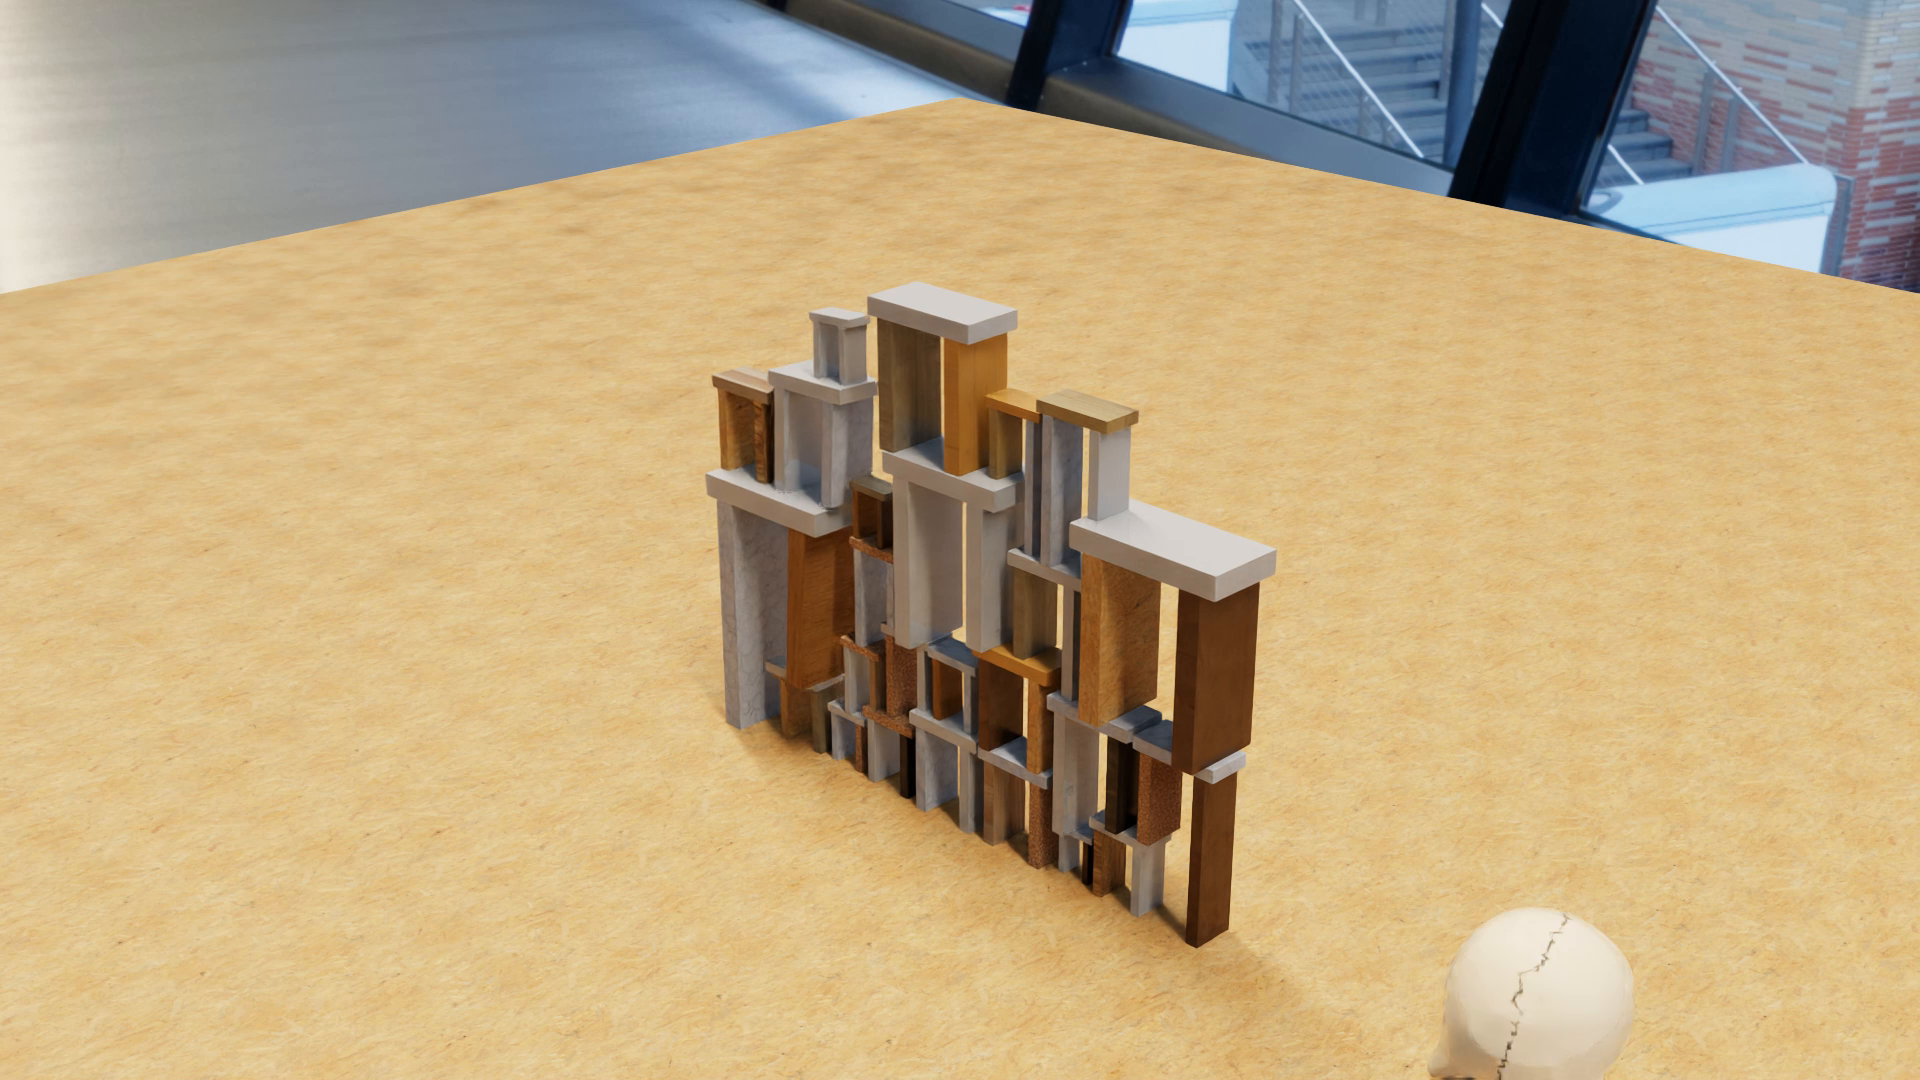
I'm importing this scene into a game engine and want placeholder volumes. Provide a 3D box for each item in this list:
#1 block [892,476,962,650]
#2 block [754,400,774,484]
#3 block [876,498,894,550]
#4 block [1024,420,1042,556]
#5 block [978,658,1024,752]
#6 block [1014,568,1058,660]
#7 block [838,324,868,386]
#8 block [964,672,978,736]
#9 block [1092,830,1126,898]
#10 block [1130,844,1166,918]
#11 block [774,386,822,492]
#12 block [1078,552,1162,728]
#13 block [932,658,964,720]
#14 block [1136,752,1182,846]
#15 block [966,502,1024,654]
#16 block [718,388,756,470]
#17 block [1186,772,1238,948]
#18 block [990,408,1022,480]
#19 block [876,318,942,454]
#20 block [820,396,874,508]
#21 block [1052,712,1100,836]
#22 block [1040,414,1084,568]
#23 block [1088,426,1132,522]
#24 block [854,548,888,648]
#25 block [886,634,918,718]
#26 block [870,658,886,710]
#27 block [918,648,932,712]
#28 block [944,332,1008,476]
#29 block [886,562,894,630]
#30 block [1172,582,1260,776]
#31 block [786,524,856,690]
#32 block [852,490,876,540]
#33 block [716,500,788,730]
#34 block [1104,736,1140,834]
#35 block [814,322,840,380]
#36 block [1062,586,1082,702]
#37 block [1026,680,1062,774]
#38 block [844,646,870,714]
[{"bbox_3d":[-0.062,0.025,4.299,0.042,0.356,0.148,21,31,40],"label":"block"},{"bbox_3d":[-0.380,-0.212,4.544,0.089,0.177,0.025,-20,30,-40],"label":"block"},{"bbox_3d":[-0.141,-0.039,4.355,0.052,0.104,0.015,-21,31,-40],"label":"block"},{"bbox_3d":[0.149,-0.102,4.024,0.019,0.264,0.068,21,31,40],"label":"block"},{"bbox_3d":[0.080,0.304,4.262,0.097,0.194,0.027,-21,31,-41],"label":"block"},{"bbox_3d":[0.142,0.125,4.130,0.092,0.185,0.026,-21,31,-41],"label":"block"},{"bbox_3d":[-0.210,-0.365,4.309,0.058,0.116,0.016,-20,29,-40],"label":"block"},{"bbox_3d":[0.038,0.311,4.311,0.066,0.132,0.019,-22,30,-40],"label":"block"},{"bbox_3d":[0.284,0.600,4.165,0.020,0.142,0.071,21,31,41],"label":"block"},{"bbox_3d":[0.351,0.626,4.103,0.020,0.142,0.071,21,31,41],"label":"block"},{"bbox_3d":[-0.327,-0.216,4.491,0.109,0.218,0.031,-18,29,-41],"label":"block"},{"bbox_3d":[0.290,0.157,3.975,0.047,0.330,0.165,21,31,41],"label":"block"},{"bbox_3d":[-0.024,0.287,4.369,0.066,0.132,0.019,-21,30,-41],"label":"block"},{"bbox_3d":[0.367,0.459,4.026,0.026,0.186,0.093,21,31,41],"label":"block"},{"bbox_3d":[0.078,0.052,4.160,0.148,0.296,0.042,-21,31,-40],"label":"block"},{"bbox_3d":[-0.463,-0.242,4.622,0.089,0.177,0.025,-21,30,-40],"label":"block"},{"bbox_3d":[0.455,0.568,3.976,0.026,0.349,0.093,21,31,41],"label":"block"},{"bbox_3d":[0.085,-0.185,4.059,0.019,0.137,0.068,21,31,40],"label":"block"},{"bbox_3d":[-0.096,-0.309,4.187,0.037,0.262,0.131,21,31,40],"label":"block"},{"bbox_3d":[-0.225,-0.182,4.393,0.109,0.218,0.031,-18,29,-41],"label":"block"},{"bbox_3d":[0.220,0.427,4.160,0.028,0.255,0.099,21,31,41],"label":"block"},{"bbox_3d":[0.185,-0.098,3.979,0.024,0.292,0.084,21,31,41],"label":"block"},{"bbox_3d":[0.264,-0.124,3.882,0.084,0.167,0.024,-21,31,-40],"label":"block"},{"bbox_3d":[-0.181,0.108,4.469,0.020,0.214,0.071,21,31,41],"label":"block"},{"bbox_3d":[-0.118,0.266,4.473,0.019,0.185,0.068,21,31,40],"label":"block"},{"bbox_3d":[-0.158,0.287,4.511,0.016,0.116,0.058,21,31,41],"label":"block"},{"bbox_3d":[-0.054,0.269,4.404,0.019,0.137,0.068,21,31,40],"label":"block"},{"bbox_3d":[0.029,-0.261,4.075,0.037,0.262,0.131,21,31,40],"label":"block"},{"bbox_3d":[-0.114,0.101,4.393,0.020,0.142,0.071,21,31,40],"label":"block"},{"bbox_3d":[0.446,0.224,3.834,0.165,0.343,0.047,-21,31,-40],"label":"block"},{"bbox_3d":[-0.275,0.122,4.563,0.175,0.350,0.050,-19,32,-40],"label":"block"},{"bbox_3d":[-0.189,-0.058,4.401,0.052,0.104,0.015,-21,31,-40],"label":"block"},{"bbox_3d":[-0.432,0.140,4.754,0.175,0.529,0.050,-21,31,-41],"label":"block"},{"bbox_3d":[0.313,0.437,4.063,0.028,0.197,0.099,21,31,41],"label":"block"},{"bbox_3d":[-0.263,-0.382,4.363,0.058,0.116,0.016,-18,28,-41],"label":"block"},{"bbox_3d":[0.229,0.179,4.058,0.026,0.227,0.092,21,31,41],"label":"block"},{"bbox_3d":[0.171,0.340,4.178,0.097,0.194,0.027,-21,31,-41],"label":"block"},{"bbox_3d":[-0.213,0.283,4.569,0.016,0.153,0.058,21,31,41],"label":"block"}]
